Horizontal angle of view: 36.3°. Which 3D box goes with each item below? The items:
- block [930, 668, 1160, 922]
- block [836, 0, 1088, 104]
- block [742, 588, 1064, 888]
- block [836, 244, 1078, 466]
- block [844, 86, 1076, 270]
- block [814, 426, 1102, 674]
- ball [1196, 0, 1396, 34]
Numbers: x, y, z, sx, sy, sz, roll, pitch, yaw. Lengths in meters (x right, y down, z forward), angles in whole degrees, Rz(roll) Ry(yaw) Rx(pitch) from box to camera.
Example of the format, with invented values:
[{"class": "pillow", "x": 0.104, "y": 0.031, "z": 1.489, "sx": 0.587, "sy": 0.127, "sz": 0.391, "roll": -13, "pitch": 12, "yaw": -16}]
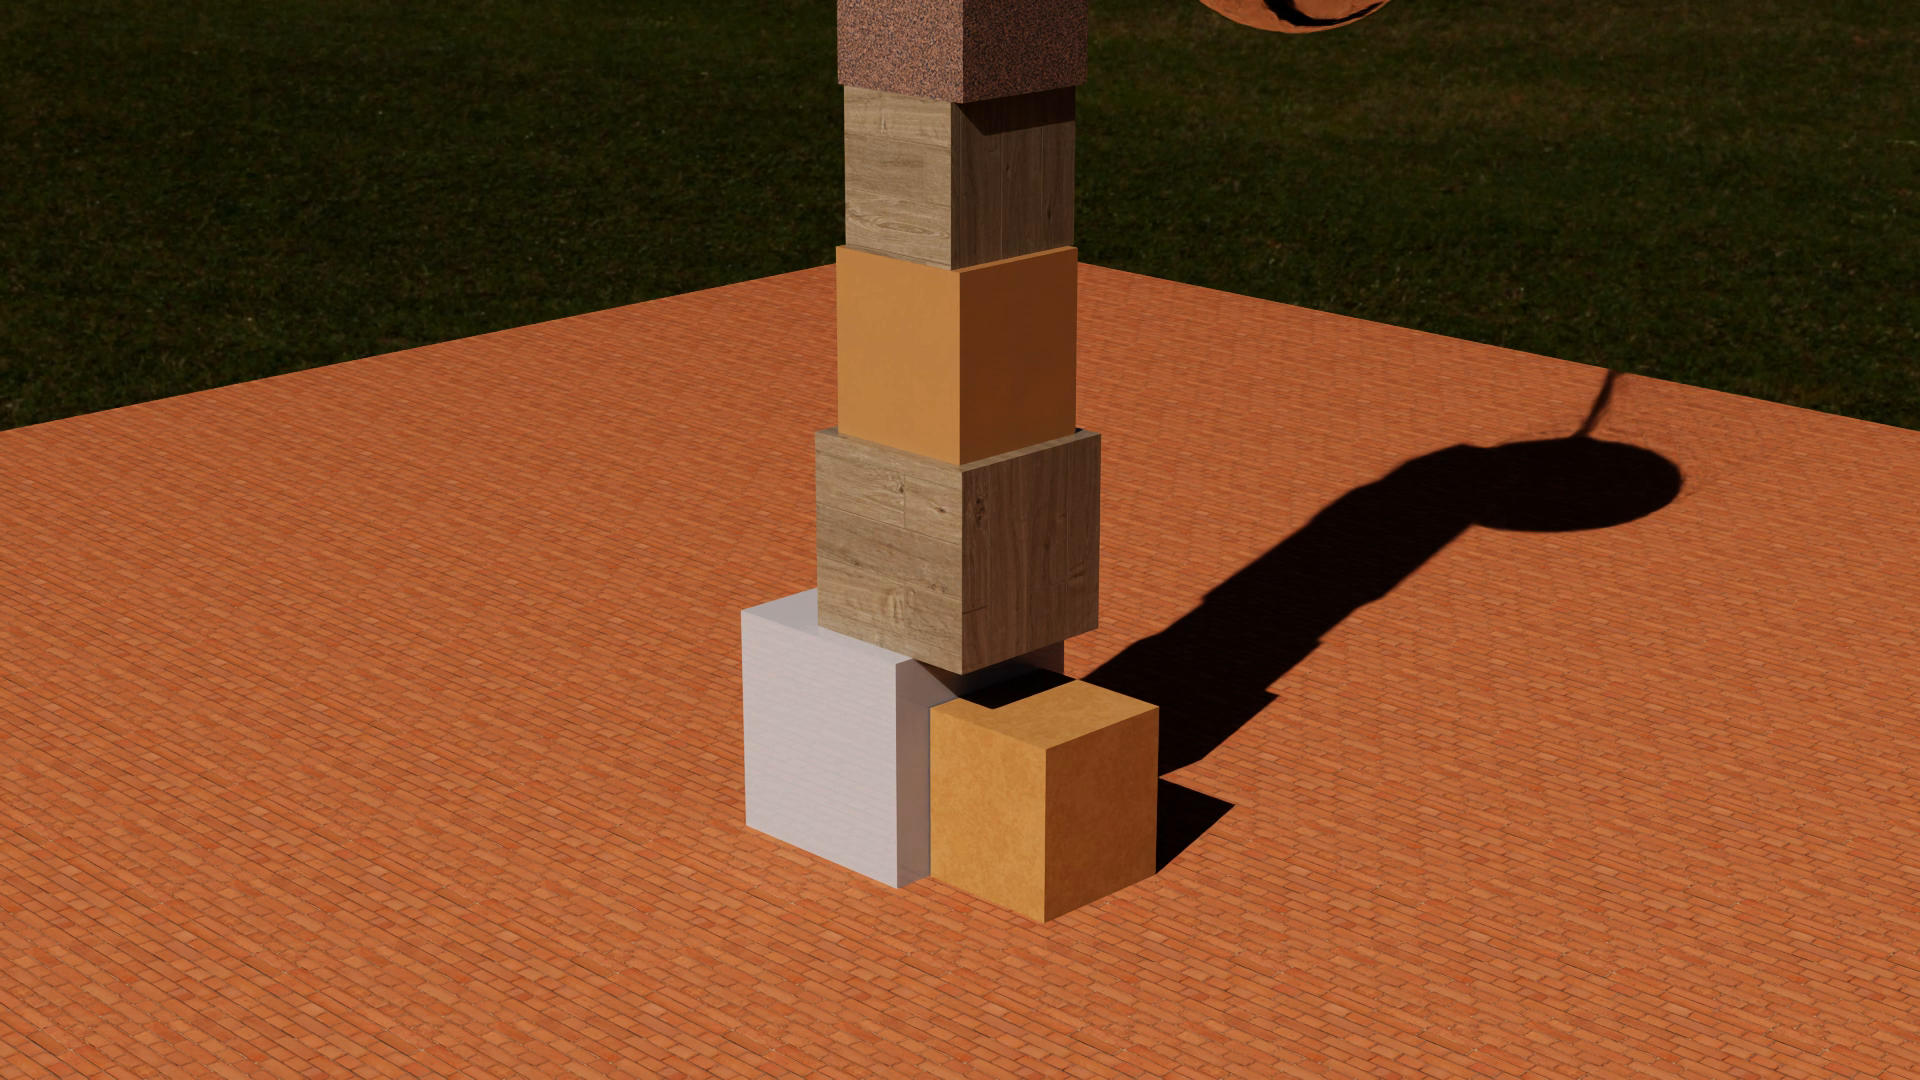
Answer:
[{"class": "block", "x": 0.382, "y": 1.146, "z": 13.323, "sx": 0.743, "sy": 0.824, "sz": 0.714, "roll": -17, "pitch": 24, "yaw": -42}, {"class": "block", "x": 0.011, "y": -2.335, "z": 12.619, "sx": 0.764, "sy": 0.742, "sz": 0.767, "roll": -17, "pitch": 24, "yaw": -42}, {"class": "block", "x": -0.266, "y": 0.840, "z": 13.863, "sx": 1.096, "sy": 1.085, "sz": 1.041, "roll": -17, "pitch": 24, "yaw": -42}, {"class": "block", "x": -0.014, "y": -0.886, "z": 13.048, "sx": 0.736, "sy": 0.848, "sz": 0.771, "roll": -17, "pitch": 24, "yaw": -42}, {"class": "block", "x": 0.001, "y": -1.637, "z": 12.828, "sx": 0.767, "sy": 0.716, "sz": 0.655, "roll": -17, "pitch": 24, "yaw": -42}, {"class": "block", "x": -0.009, "y": -0.042, "z": 13.319, "sx": 0.885, "sy": 0.924, "sz": 0.935, "roll": -17, "pitch": 24, "yaw": -42}, {"class": "ball", "x": 1.623, "y": -3.230, "z": 14.028, "sx": 1.600, "sy": 1.600, "sz": 1.600, "roll": 0, "pitch": 17, "yaw": 0}]
